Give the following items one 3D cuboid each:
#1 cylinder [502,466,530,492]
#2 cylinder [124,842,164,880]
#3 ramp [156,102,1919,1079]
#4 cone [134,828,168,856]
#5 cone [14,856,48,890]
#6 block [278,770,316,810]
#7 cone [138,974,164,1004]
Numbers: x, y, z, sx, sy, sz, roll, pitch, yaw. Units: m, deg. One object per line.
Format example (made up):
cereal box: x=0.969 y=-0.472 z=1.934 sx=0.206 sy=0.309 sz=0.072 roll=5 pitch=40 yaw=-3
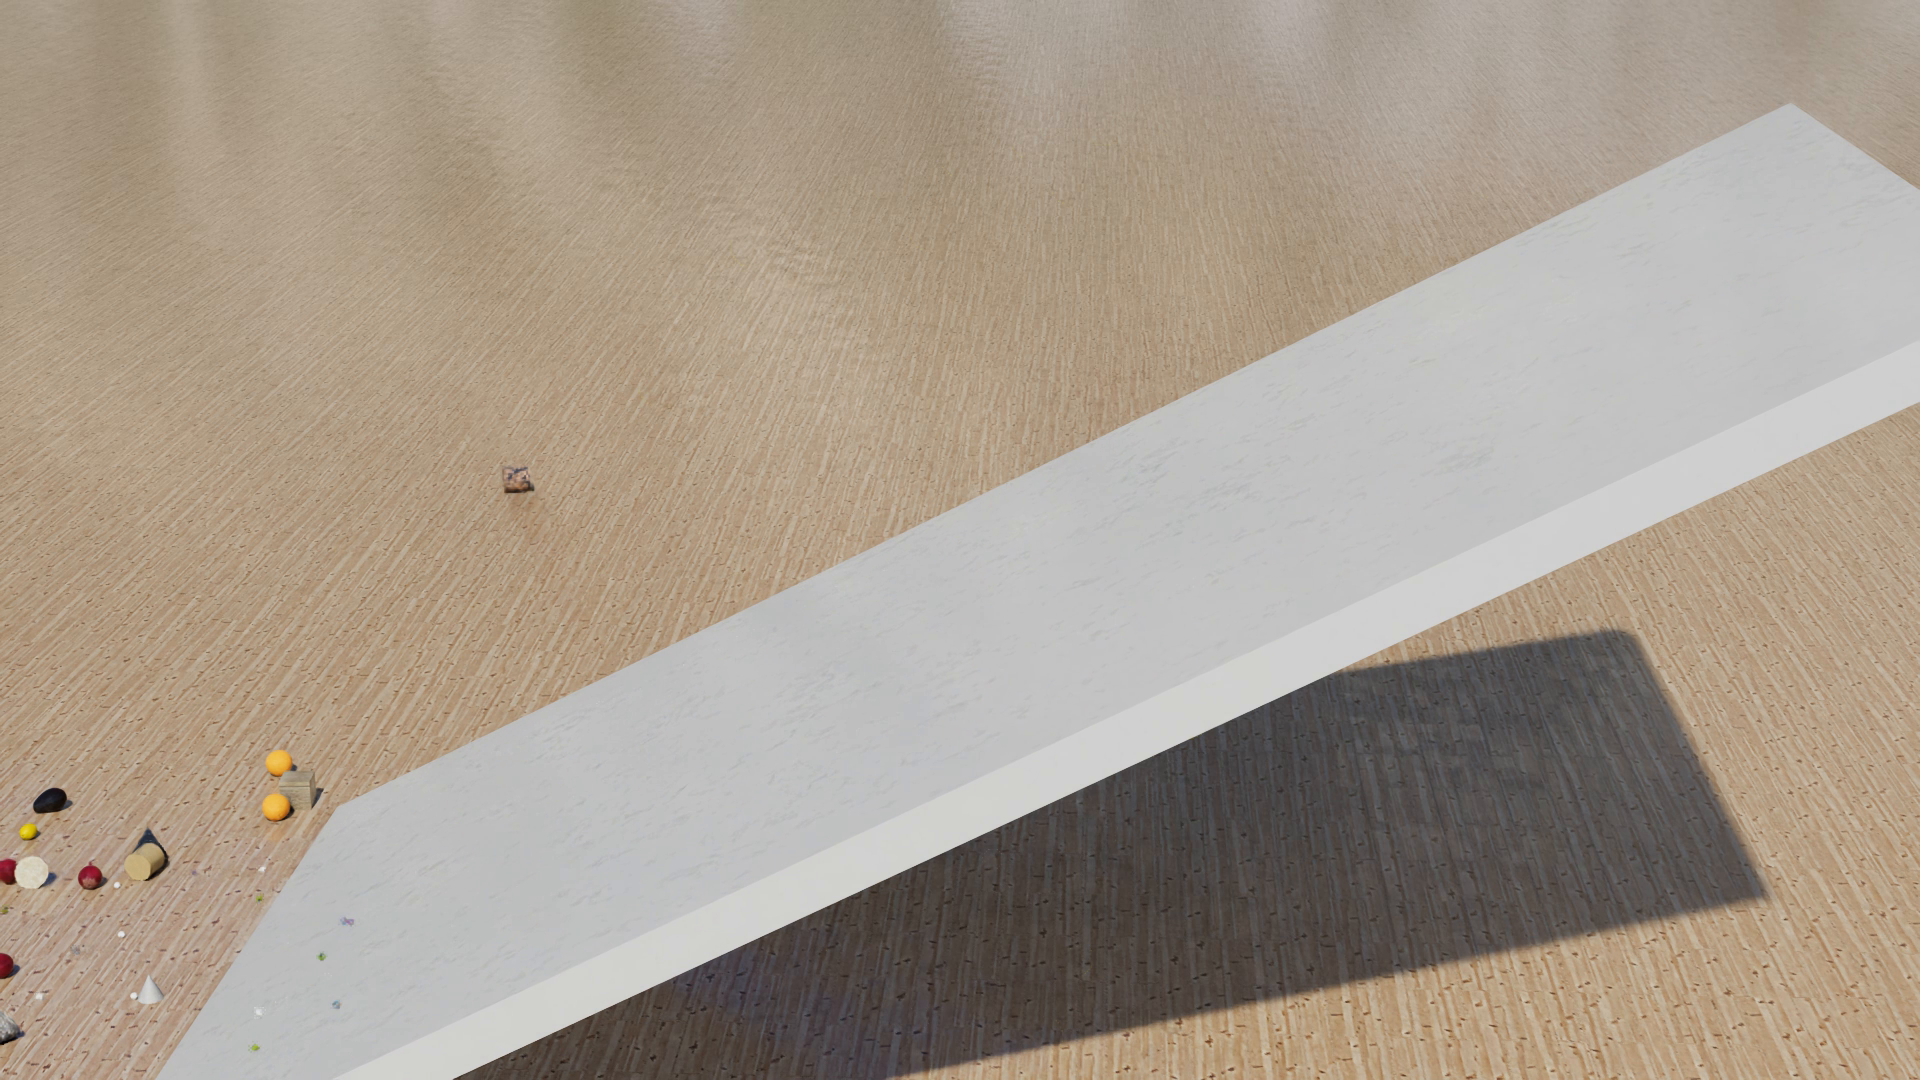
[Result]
cylinder: x=-1.617 y=-0.221 z=10.713 sx=0.090 sy=0.090 sz=0.090 roll=-5 pitch=18 yaw=-15
cylinder: x=-2.044 y=0.807 z=7.372 sx=0.072 sy=0.072 sz=0.072 roll=4 pitch=17 yaw=12
ramp: x=0.140 y=0.167 z=6.281 sx=4.000 sy=0.100 sz=2.000 roll=-26 pitch=14 yaw=10
cone: x=-2.077 y=0.792 z=7.473 sx=0.092 sy=0.092 sz=0.092 roll=-35 pitch=29 yaw=-16
cone: x=-2.309 y=0.833 z=7.347 sx=0.082 sy=0.082 sz=0.082 roll=-1 pitch=-10 yaw=-3
block: x=-1.760 y=0.666 z=7.819 sx=0.081 sy=0.081 sz=0.081 roll=-1 pitch=17 yaw=-2
cone: x=-1.847 y=1.017 z=6.705 sx=0.060 sy=0.060 sz=0.060 roll=0 pitch=17 yaw=0
